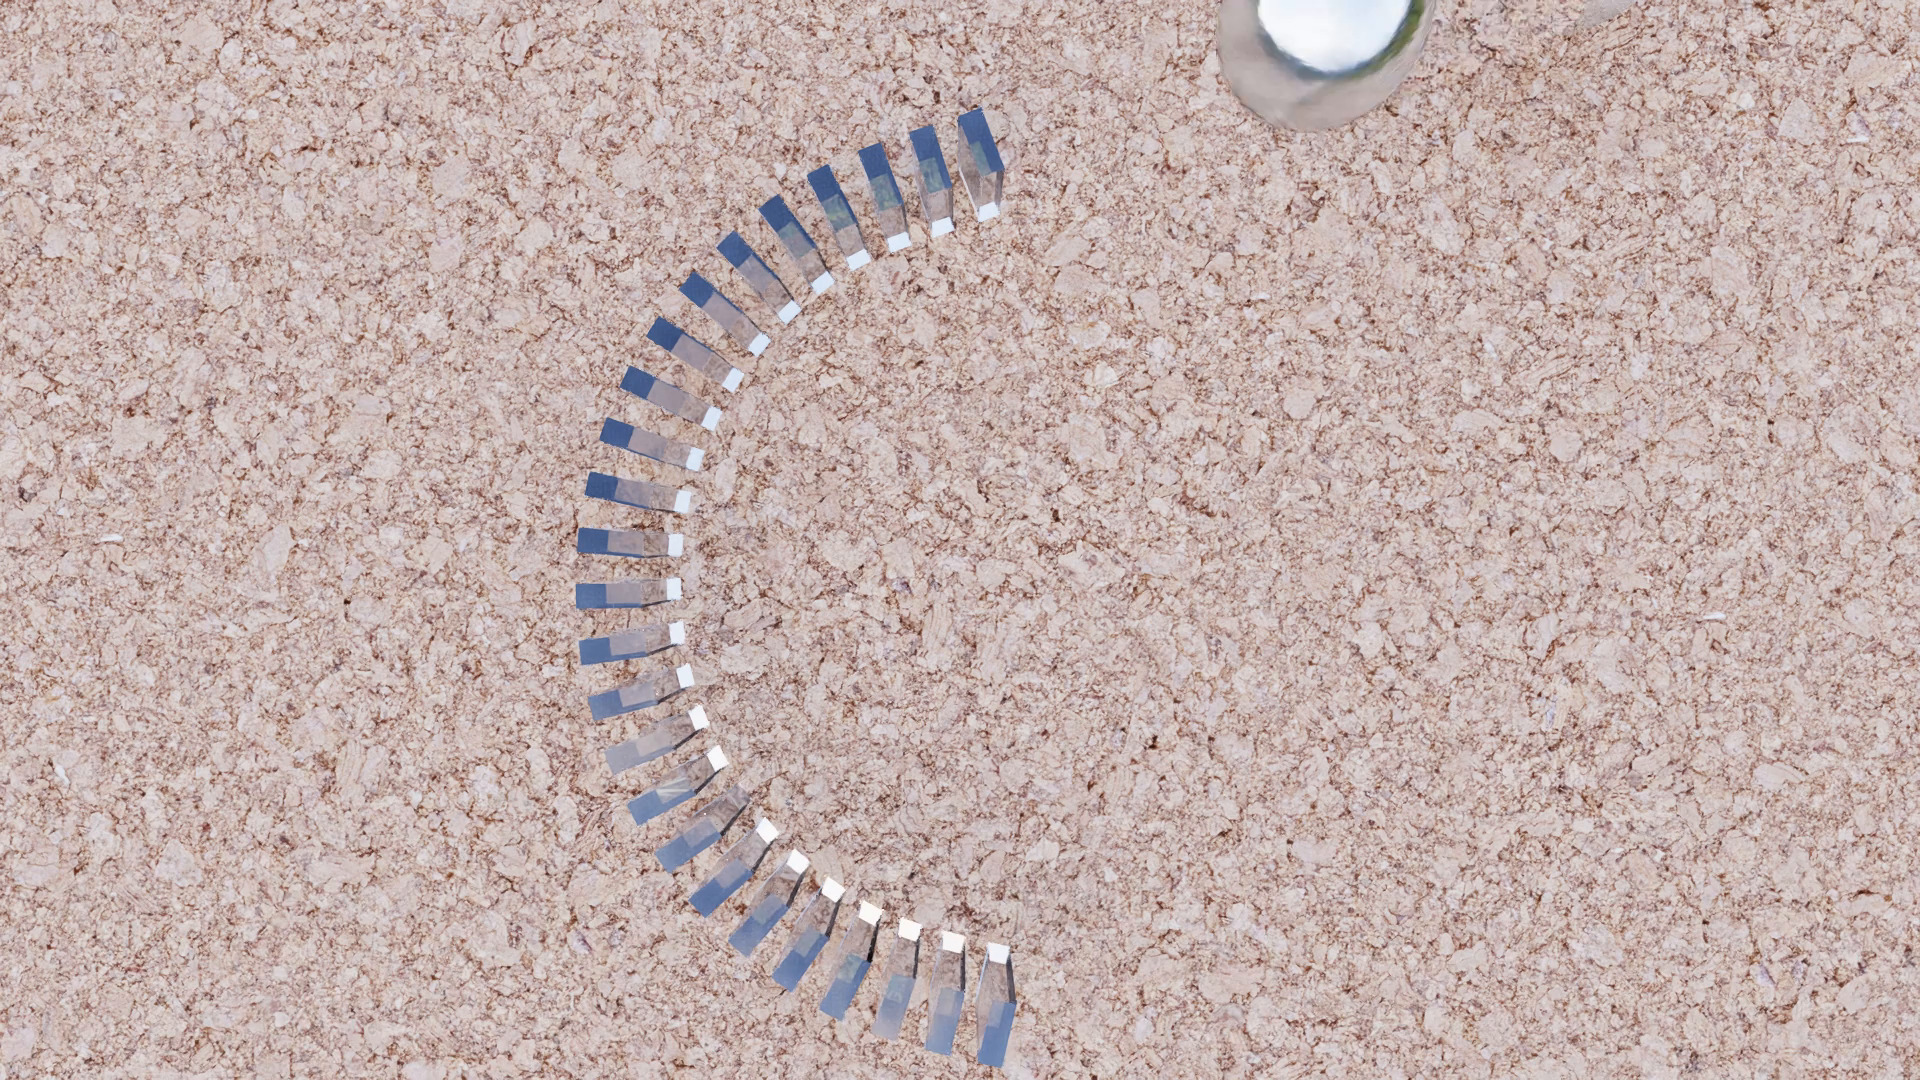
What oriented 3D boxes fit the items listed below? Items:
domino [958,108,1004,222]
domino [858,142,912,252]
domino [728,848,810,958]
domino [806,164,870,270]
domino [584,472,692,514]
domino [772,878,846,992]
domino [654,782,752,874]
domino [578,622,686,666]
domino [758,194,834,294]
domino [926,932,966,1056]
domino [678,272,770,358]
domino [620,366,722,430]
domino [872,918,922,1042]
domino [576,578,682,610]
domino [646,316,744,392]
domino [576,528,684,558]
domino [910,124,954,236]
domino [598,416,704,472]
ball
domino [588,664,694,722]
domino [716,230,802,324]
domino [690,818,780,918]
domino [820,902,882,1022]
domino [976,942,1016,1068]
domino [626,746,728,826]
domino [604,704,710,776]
[{"bbox_3d":[0.008,-0.152,0.375,0.010,0.050,0.025,-21,90,0],"label":"domino"},{"bbox_3d":[-0.030,-0.139,0.375,0.009,0.050,0.025,-21,90,0],"label":"domino"},{"bbox_3d":[-0.077,0.147,0.375,0.010,0.050,0.025,42,90,0],"label":"domino"},{"bbox_3d":[-0.049,-0.131,0.375,0.010,0.050,0.025,-27,90,0],"label":"domino"},{"bbox_3d":[-0.130,-0.019,0.375,0.025,0.050,0.010,13,90,0],"label":"domino"},{"bbox_3d":[-0.061,0.160,0.375,0.009,0.050,0.025,35,90,0],"label":"domino"},{"bbox_3d":[-0.104,0.117,0.375,0.025,0.050,0.010,-34,90,0],"label":"domino"},{"bbox_3d":[-0.133,0.042,0.375,0.025,0.050,0.009,-7,90,0],"label":"domino"},{"bbox_3d":[-0.066,-0.120,0.375,0.009,0.050,0.025,-37,90,0],"label":"domino"},{"bbox_3d":[-0.006,0.184,0.375,0.010,0.050,0.025,14,90,0],"label":"domino"},{"bbox_3d":[-0.095,-0.091,0.375,0.025,0.050,0.009,40,90,0],"label":"domino"},{"bbox_3d":[-0.117,-0.057,0.375,0.025,0.050,0.009,26,90,0],"label":"domino"},{"bbox_3d":[-0.025,0.178,0.375,0.009,0.050,0.025,18,90,0],"label":"domino"},{"bbox_3d":[-0.134,0.021,0.375,0.025,0.050,0.010,-1,90,0],"label":"domino"},{"bbox_3d":[-0.107,-0.075,0.375,0.025,0.050,0.010,33,90,0],"label":"domino"},{"bbox_3d":[-0.134,0.001,0.375,0.025,0.050,0.009,5,90,0],"label":"domino"},{"bbox_3d":[-0.011,-0.146,0.375,0.009,0.050,0.025,-18,90,0],"label":"domino"},{"bbox_3d":[-0.125,-0.038,0.375,0.025,0.050,0.010,19,90,0],"label":"domino"},{"bbox_3d":[0.142,-0.204,0.360,0.080,0.080,0.080,0,90,0],"label":"ball"},{"bbox_3d":[-0.129,0.062,0.375,0.025,0.050,0.009,-14,90,0],"label":"domino"},{"bbox_3d":[-0.081,-0.106,0.375,0.009,0.050,0.025,-44,90,0],"label":"domino"},{"bbox_3d":[-0.091,0.133,0.375,0.025,0.050,0.010,-42,90,0],"label":"domino"},{"bbox_3d":[-0.044,0.171,0.375,0.009,0.050,0.025,28,90,0],"label":"domino"},{"bbox_3d":[0.014,0.189,0.375,0.009,0.050,0.025,13,90,0],"label":"domino"},{"bbox_3d":[-0.114,0.099,0.375,0.025,0.050,0.010,-28,90,0],"label":"domino"},{"bbox_3d":[-0.123,0.081,0.375,0.025,0.050,0.009,-21,90,0],"label":"domino"}]
